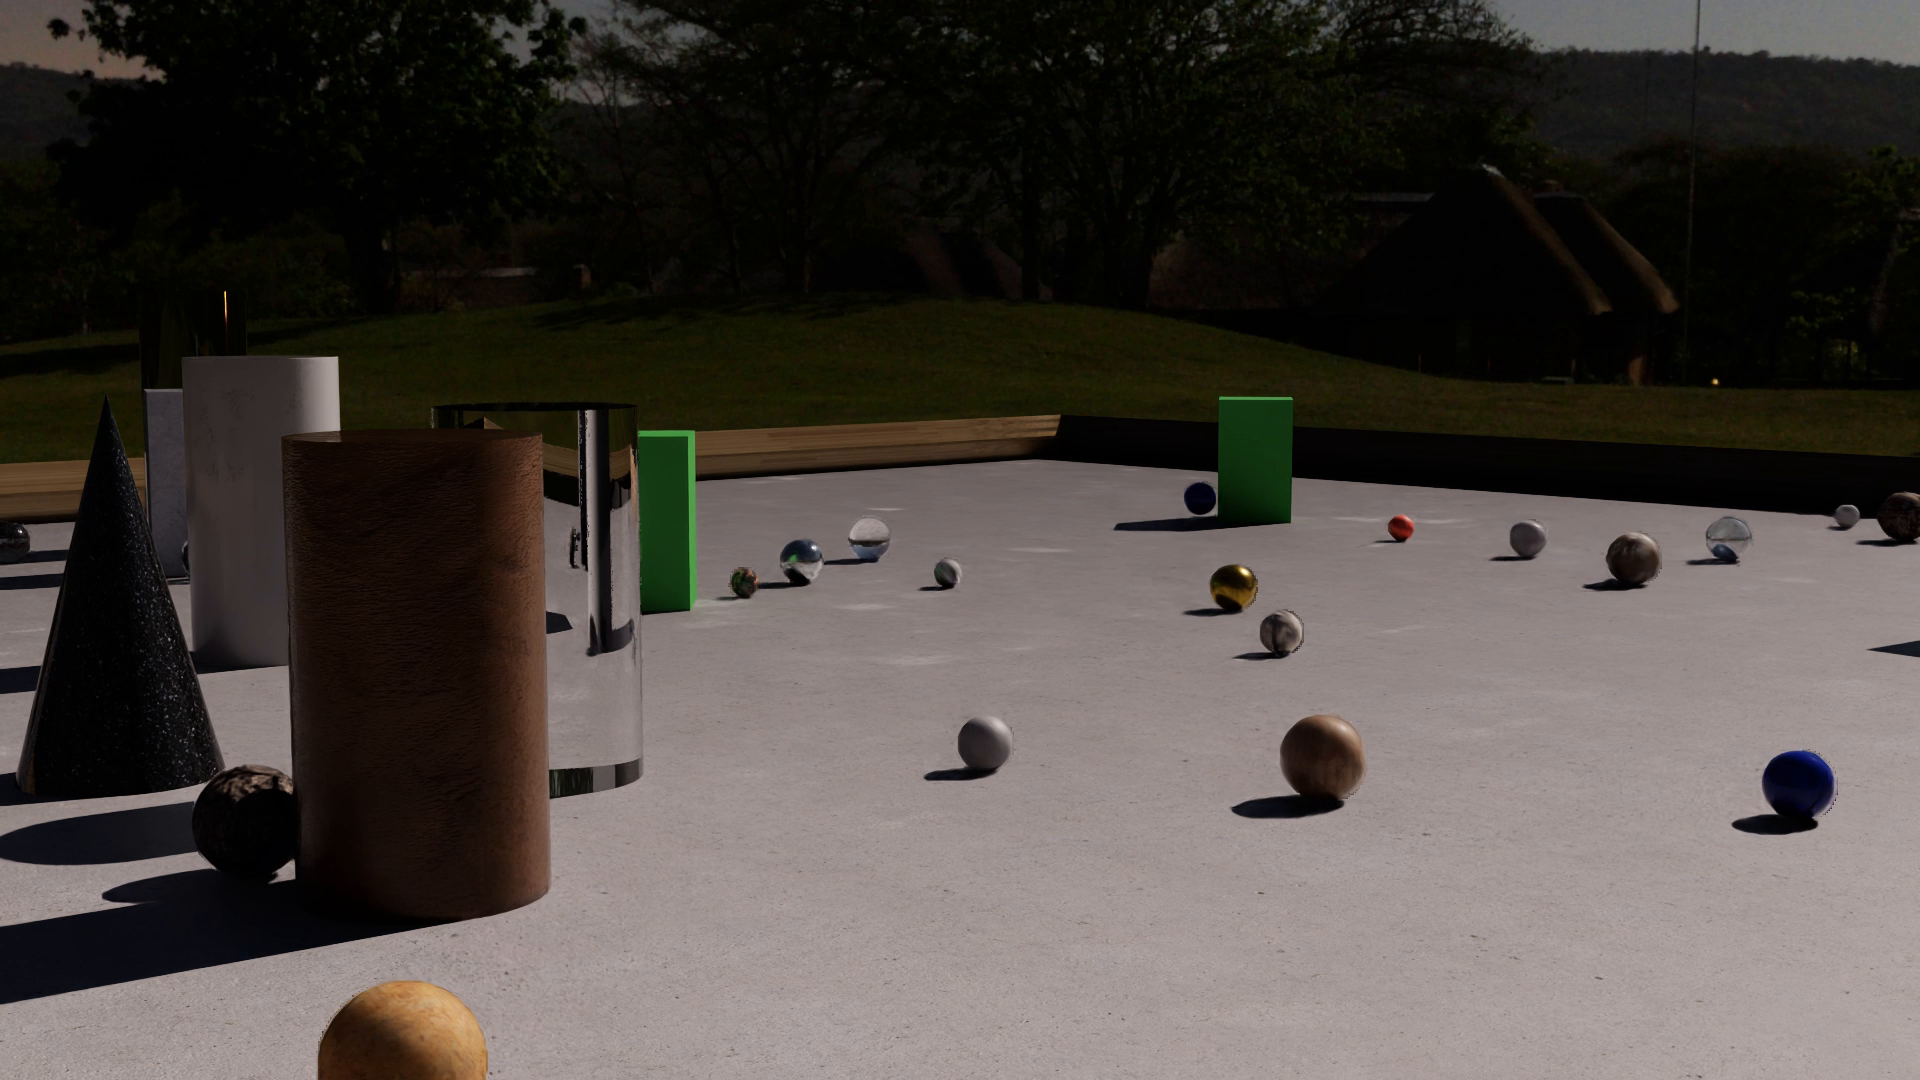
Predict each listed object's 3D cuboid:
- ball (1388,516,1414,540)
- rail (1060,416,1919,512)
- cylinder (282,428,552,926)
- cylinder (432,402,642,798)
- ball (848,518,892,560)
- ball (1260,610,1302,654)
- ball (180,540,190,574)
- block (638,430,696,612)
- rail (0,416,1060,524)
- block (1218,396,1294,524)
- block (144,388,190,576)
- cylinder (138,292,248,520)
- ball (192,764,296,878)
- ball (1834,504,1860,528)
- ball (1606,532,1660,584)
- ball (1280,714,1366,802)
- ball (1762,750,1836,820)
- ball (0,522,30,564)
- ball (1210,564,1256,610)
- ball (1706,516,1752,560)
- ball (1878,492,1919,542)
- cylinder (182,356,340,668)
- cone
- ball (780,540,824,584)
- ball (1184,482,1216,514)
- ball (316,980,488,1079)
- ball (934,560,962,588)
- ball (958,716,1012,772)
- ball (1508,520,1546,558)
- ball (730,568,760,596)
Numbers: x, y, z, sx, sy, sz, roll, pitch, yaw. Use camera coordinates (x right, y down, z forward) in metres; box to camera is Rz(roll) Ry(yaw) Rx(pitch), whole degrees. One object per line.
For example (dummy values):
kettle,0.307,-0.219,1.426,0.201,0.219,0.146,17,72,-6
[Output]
ball,0.847,-0.024,4.224,0.049,0.049,0.049,0,6,0
rail,1.791,-0.141,4.976,0.045,0.123,4.443,-6,8,-42
cylinder,-0.410,0.095,1.667,0.190,0.350,0.190,0,6,0
cylinder,-0.398,0.050,2.081,0.190,0.352,0.190,0,6,0
ball,-0.160,-0.003,3.895,0.076,0.076,0.076,0,6,0
ball,0.414,0.119,2.841,0.055,0.055,0.055,0,6,0
ball,-1.236,0.027,3.604,0.079,0.079,0.079,0,6,0
block,-0.478,-0.031,3.303,0.152,0.258,0.152,0,6,-3
rail,-1.491,-0.137,4.939,4.923,0.123,0.045,-6,8,-42
block,0.622,-0.171,4.640,0.152,0.255,0.152,1,6,7
block,-1.297,-0.101,3.735,0.152,0.306,0.152,-2,7,-22
cylinder,-1.424,-0.225,4.103,0.190,0.474,0.190,0,6,0
ball,-0.557,0.220,1.728,0.088,0.088,0.088,0,6,0
ball,1.804,-0.049,4.470,0.049,0.049,0.049,0,6,0
ball,1.088,0.030,3.554,0.083,0.083,0.083,0,6,0
ball,0.329,0.197,1.992,0.078,0.078,0.078,0,6,0
ball,0.732,0.214,1.920,0.061,0.061,0.061,0,6,0
ball,-1.663,0.004,3.841,0.074,0.074,0.074,0,6,0
ball,0.403,0.070,3.251,0.068,0.068,0.068,0,6,0
ball,1.358,-0.002,3.886,0.078,0.078,0.078,0,6,0
ball,1.810,-0.045,4.213,0.095,0.095,0.095,0,6,0
cylinder,-0.887,-0.042,2.811,0.190,0.383,0.190,0,6,0
cone,-0.801,0.043,2.082,0.190,0.366,0.190,0,6,0
ball,-0.257,0.035,3.567,0.071,0.071,0.071,0,6,0
ball,0.500,-0.086,4.574,0.067,0.067,0.067,0,6,0
ball,-0.296,0.279,1.170,0.088,0.088,0.088,0,6,0
ball,-0.019,0.053,3.517,0.045,0.045,0.045,0,6,0
ball,0.024,0.196,2.122,0.053,0.053,0.053,0,6,0
ball,1.018,-0.002,3.942,0.066,0.066,0.066,0,6,0
ball,-0.333,0.066,3.402,0.044,0.044,0.044,0,6,0
